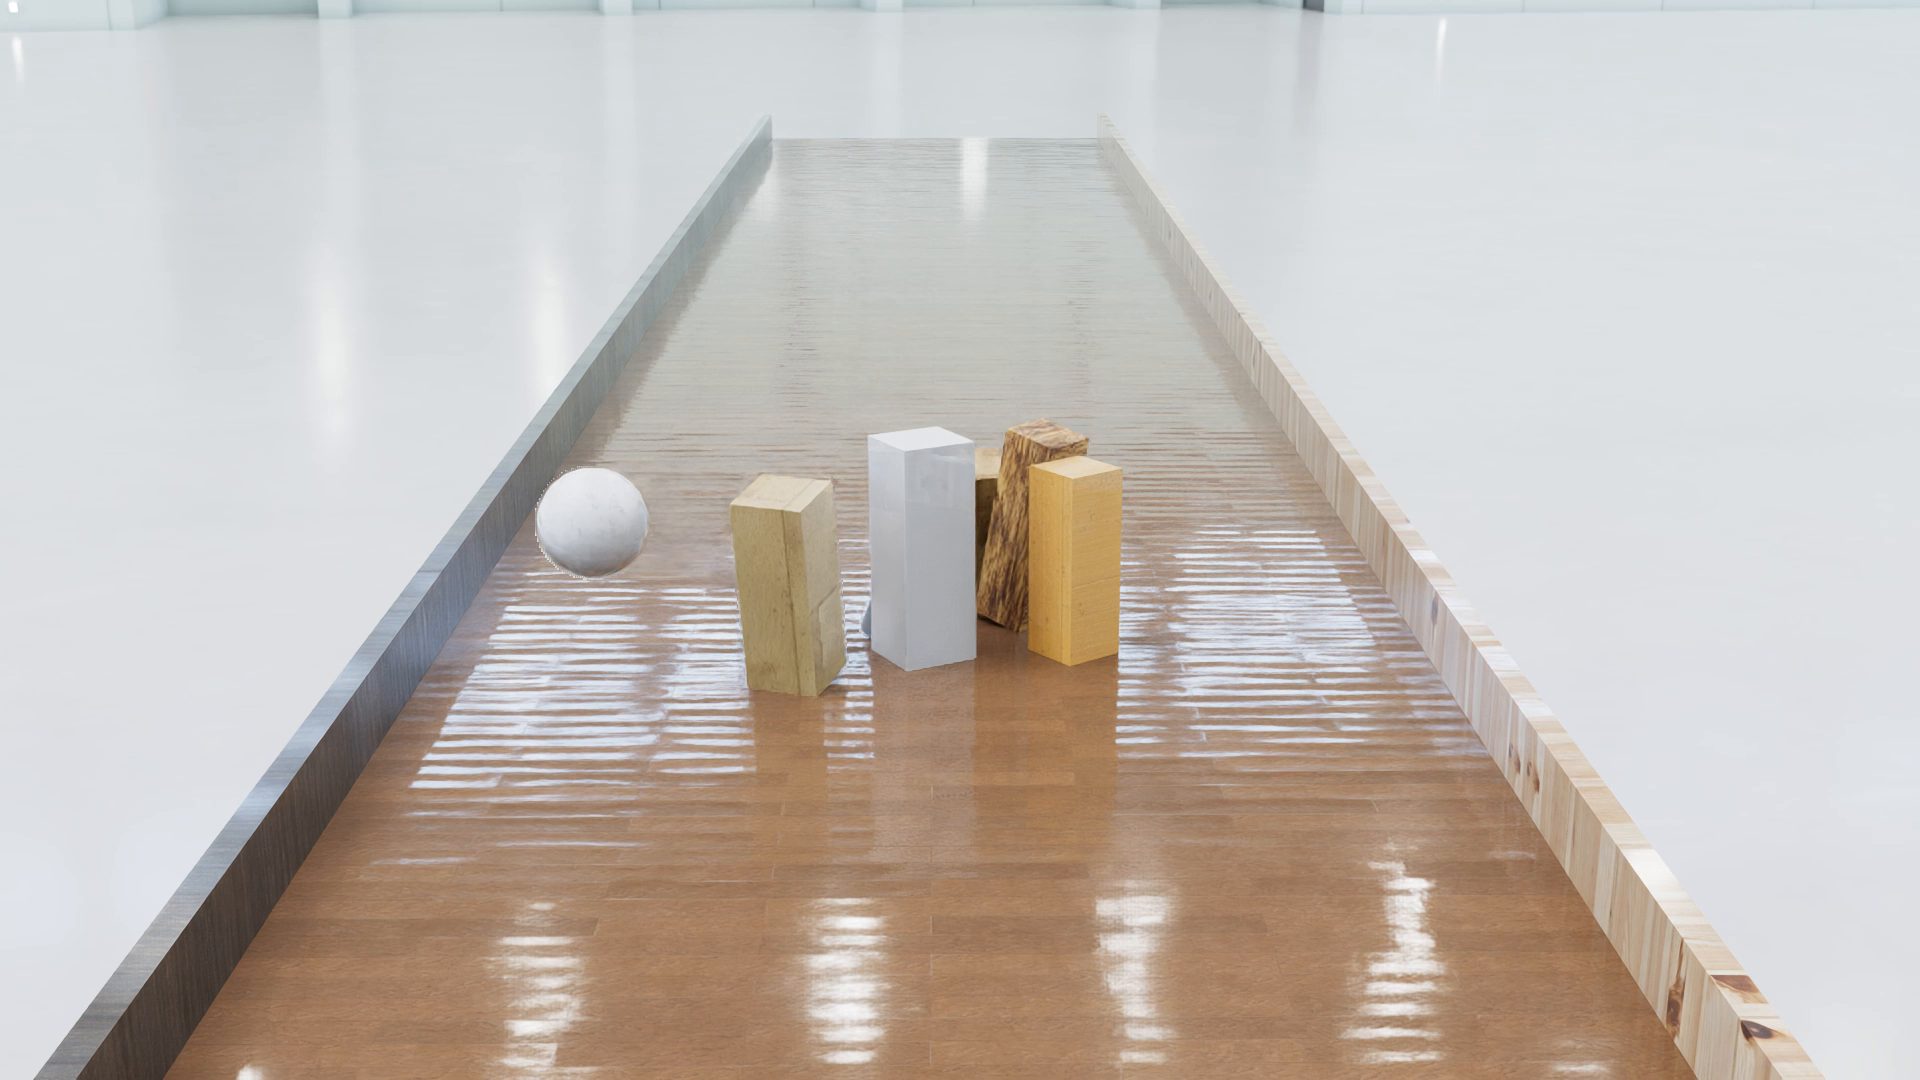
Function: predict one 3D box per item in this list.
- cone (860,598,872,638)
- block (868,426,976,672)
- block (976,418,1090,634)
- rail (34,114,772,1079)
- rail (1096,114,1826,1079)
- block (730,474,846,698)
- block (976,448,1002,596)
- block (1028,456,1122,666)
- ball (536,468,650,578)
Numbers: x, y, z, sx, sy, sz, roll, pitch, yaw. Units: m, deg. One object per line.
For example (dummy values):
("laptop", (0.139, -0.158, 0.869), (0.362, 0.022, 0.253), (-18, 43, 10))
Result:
("cone", (-0.121, 0.037, 4.507), (0.130, 0.323, 0.130), (7, 20, -3))
("block", (-0.075, 0.016, 4.385), (0.156, 0.447, 0.156), (-9, 18, -28))
("block", (0.147, -0.030, 4.568), (0.121, 0.417, 0.121), (26, 29, 33))
("rail", (-1.118, -0.838, 7.780), (0.050, 0.150, 12.000), (0, 17, -1))
("rail", (0.932, -0.844, 7.801), (0.050, 0.150, 12.000), (0, 17, -1))
("block", (-0.326, 0.088, 4.209), (0.145, 0.392, 0.145), (6, 27, 20))
("block", (0.024, -0.019, 4.683), (0.130, 0.324, 0.130), (-5, 31, -15))
("block", (0.230, 0.040, 4.414), (0.130, 0.386, 0.130), (-13, 21, -36))
("ball", (-0.720, -0.034, 4.318), (0.218, 0.218, 0.218), (0, 17, 0))
